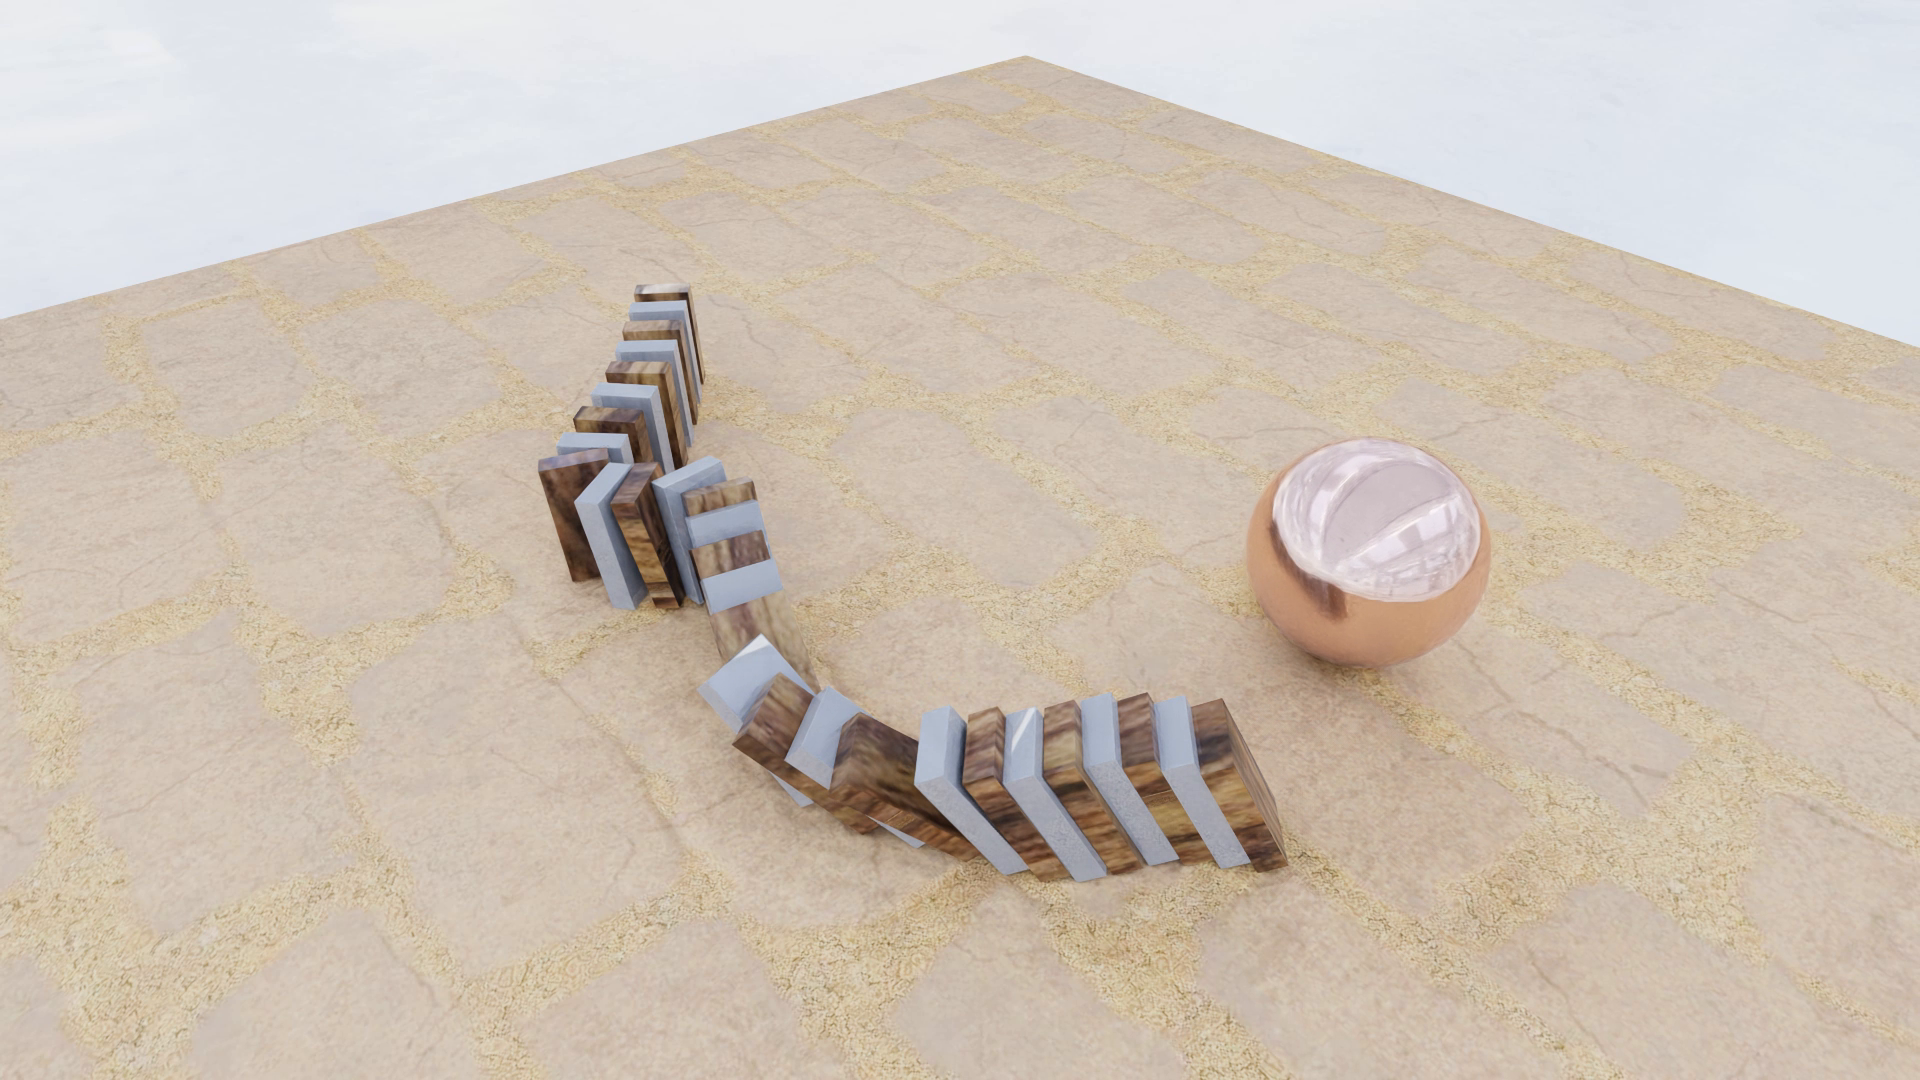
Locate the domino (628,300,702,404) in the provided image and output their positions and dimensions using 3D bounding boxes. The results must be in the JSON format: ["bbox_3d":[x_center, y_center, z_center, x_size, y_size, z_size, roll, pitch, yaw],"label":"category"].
[{"bbox_3d":[-0.138,-0.087,0.518,0.025,0.050,0.010,-3,39,-4],"label":"domino"}]

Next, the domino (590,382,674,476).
[{"bbox_3d":[-0.136,-0.041,0.462,0.025,0.050,0.009,4,39,5],"label":"domino"}]

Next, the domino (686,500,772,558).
[{"bbox_3d":[-0.080,0.013,0.397,0.025,0.050,0.009,-17,14,-20],"label":"domino"}]

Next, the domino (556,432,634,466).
[{"bbox_3d":[-0.140,-0.019,0.434,0.025,0.050,0.010,2,39,2],"label":"domino"}]

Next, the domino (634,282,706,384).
[{"bbox_3d":[-0.140,-0.099,0.532,0.025,0.050,0.009,-3,39,-3],"label":"domino"}]

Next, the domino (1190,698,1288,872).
[{"bbox_3d":[0.082,0.073,0.324,0.010,0.050,0.025,-20,35,19],"label":"domino"}]

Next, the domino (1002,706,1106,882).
[{"bbox_3d":[0.028,0.075,0.321,0.009,0.050,0.025,-20,35,20],"label":"domino"}]

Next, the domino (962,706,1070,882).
[{"bbox_3d":[0.017,0.075,0.321,0.009,0.050,0.025,-20,35,20],"label":"domino"}]

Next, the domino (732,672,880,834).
[{"bbox_3d":[-0.043,0.066,0.340,0.050,0.009,0.025,38,42,-14],"label":"domino"}]

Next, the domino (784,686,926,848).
[{"bbox_3d":[-0.027,0.069,0.336,0.050,0.010,0.025,38,39,-15],"label":"domino"}]

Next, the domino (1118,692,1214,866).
[{"bbox_3d":[0.061,0.071,0.325,0.009,0.050,0.025,-20,35,19],"label":"domino"}]

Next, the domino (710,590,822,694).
[{"bbox_3d":[-0.062,0.044,0.364,0.025,0.010,0.050,-19,87,-22],"label":"domino"}]

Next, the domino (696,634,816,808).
[{"bbox_3d":[-0.057,0.057,0.350,0.050,0.010,0.025,50,51,-5],"label":"domino"}]

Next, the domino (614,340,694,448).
[{"bbox_3d":[-0.135,-0.064,0.490,0.025,0.050,0.010,-2,39,-2],"label":"domino"}]

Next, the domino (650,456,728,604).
[{"bbox_3d":[-0.097,-0.004,0.415,0.025,0.050,0.009,-31,36,-33],"label":"domino"}]

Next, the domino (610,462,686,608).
[{"bbox_3d":[-0.113,-0.001,0.413,0.010,0.050,0.025,-3,38,12],"label":"domino"}]

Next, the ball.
[{"bbox_3d":[0.140,0.004,0.382,0.080,0.080,0.080,0,39,0],"label":"ball"}]

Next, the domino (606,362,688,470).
[{"bbox_3d":[-0.135,-0.053,0.476,0.025,0.050,0.009,1,39,1],"label":"domino"}]

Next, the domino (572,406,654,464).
[{"bbox_3d":[-0.138,-0.030,0.448,0.025,0.050,0.009,4,40,5],"label":"domino"}]

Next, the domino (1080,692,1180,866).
[{"bbox_3d":[0.050,0.071,0.326,0.010,0.050,0.025,-20,35,19],"label":"domino"}]

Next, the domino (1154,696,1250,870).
[{"bbox_3d":[0.072,0.072,0.325,0.009,0.050,0.025,-20,35,19],"label":"domino"}]

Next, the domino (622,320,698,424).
[{"bbox_3d":[-0.137,-0.076,0.504,0.025,0.050,0.009,-3,39,-4],"label":"domino"}]

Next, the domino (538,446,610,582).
[{"bbox_3d":[-0.142,-0.009,0.422,0.025,0.050,0.010,-12,35,-12],"label":"domino"}]

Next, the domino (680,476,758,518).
[{"bbox_3d":[-0.084,0.004,0.407,0.025,0.050,0.010,-17,21,-20],"label":"domino"}]

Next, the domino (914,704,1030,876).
[{"bbox_3d":[0.005,0.074,0.322,0.010,0.050,0.025,-22,36,23],"label":"domino"}]

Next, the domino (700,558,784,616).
[{"bbox_3d":[-0.069,0.034,0.375,0.025,0.050,0.009,-17,0,-20],"label":"domino"}]

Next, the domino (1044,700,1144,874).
[{"bbox_3d":[0.039,0.073,0.323,0.010,0.050,0.025,-20,35,20],"label":"domino"}]

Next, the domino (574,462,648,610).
[{"bbox_3d":[-0.127,-0.001,0.412,0.009,0.050,0.025,6,39,15],"label":"domino"}]

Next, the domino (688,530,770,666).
[{"bbox_3d":[-0.075,0.024,0.386,0.025,0.050,0.009,-17,5,-20],"label":"domino"}]

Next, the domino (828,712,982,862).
[{"bbox_3d":[-0.014,0.074,0.329,0.050,0.010,0.025,31,40,-22],"label":"domino"}]
